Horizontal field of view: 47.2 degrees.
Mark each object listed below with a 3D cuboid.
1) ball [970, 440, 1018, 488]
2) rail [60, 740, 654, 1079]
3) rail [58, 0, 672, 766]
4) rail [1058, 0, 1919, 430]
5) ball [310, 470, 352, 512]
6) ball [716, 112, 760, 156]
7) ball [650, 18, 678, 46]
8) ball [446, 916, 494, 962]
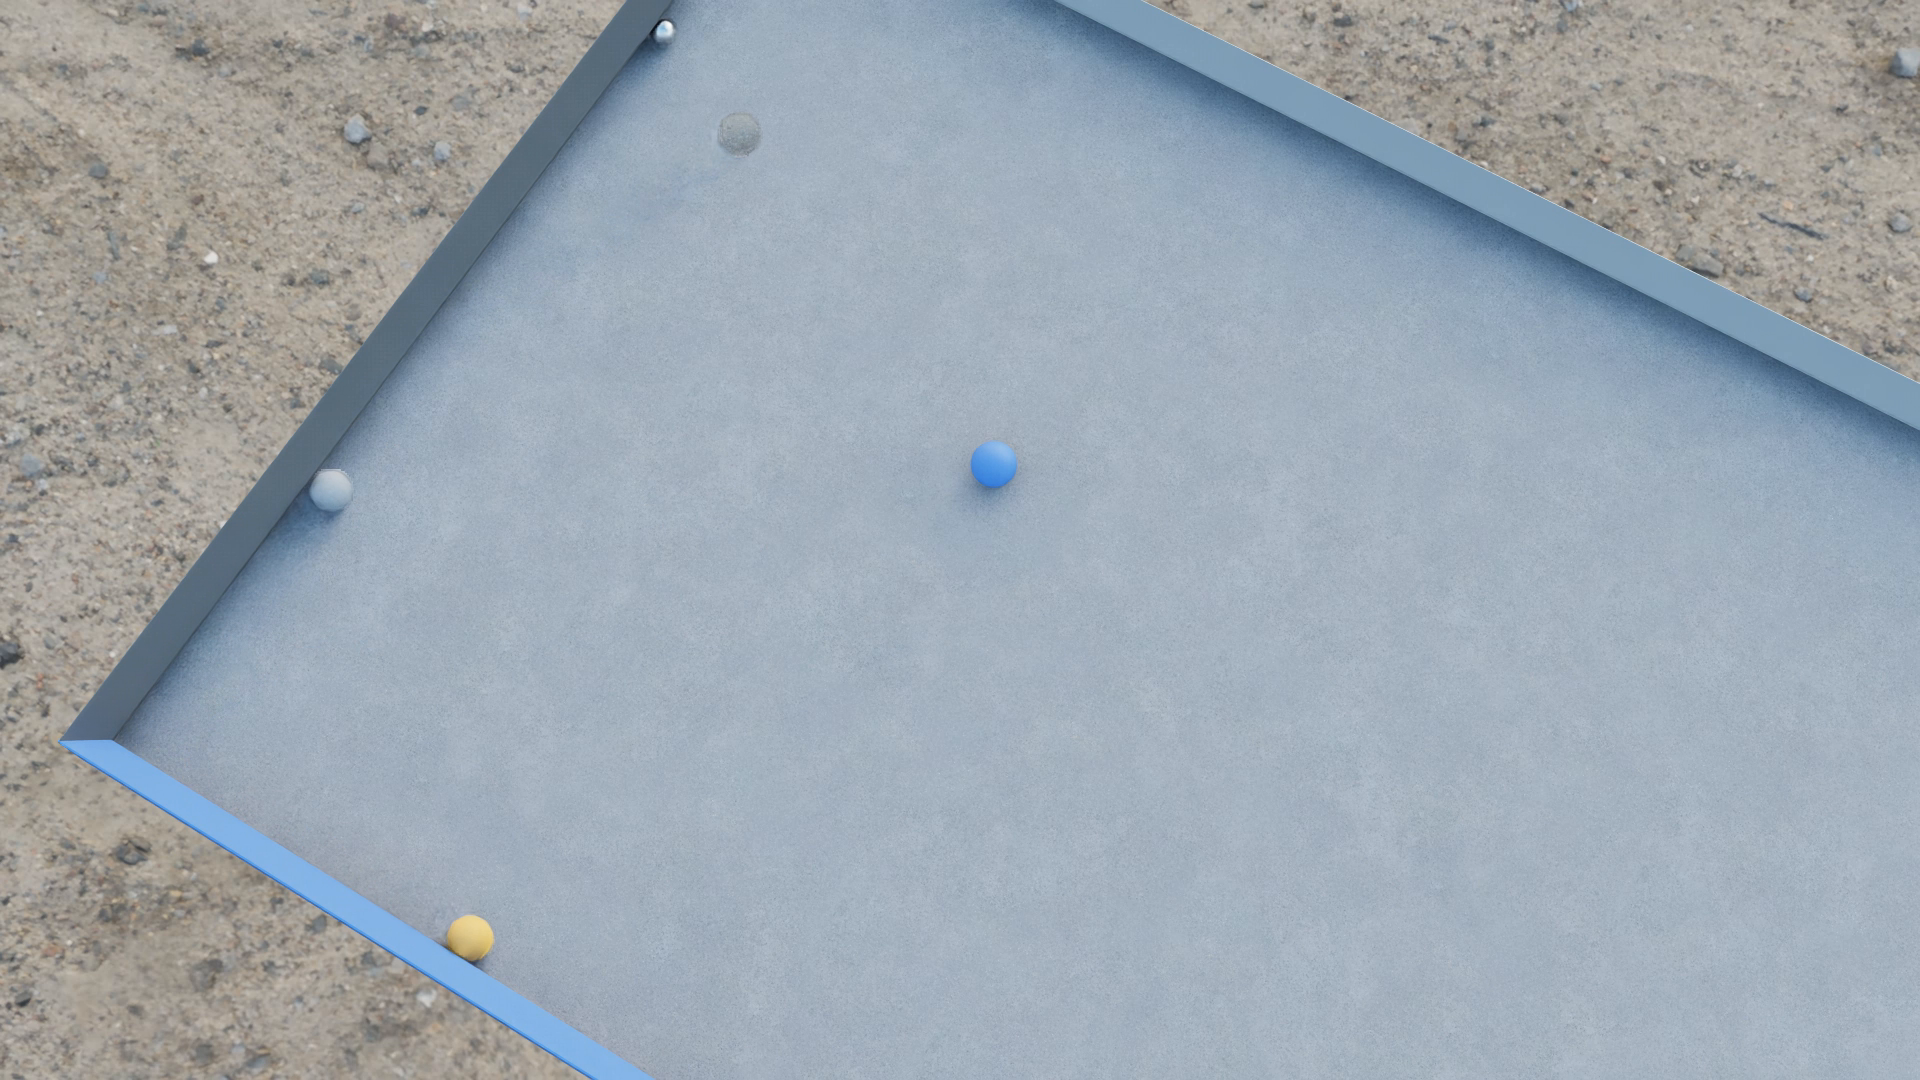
[{"bbox_3d":[0.054,-0.121,3.509,0.075,0.075,0.075,0,69,0],"label":"ball"},{"bbox_3d":[0.352,1.235,2.974,3.926,0.097,0.045,29,72,11],"label":"rail"},{"bbox_3d":[-0.824,-0.462,3.628,0.045,0.097,1.974,29,72,11],"label":"rail"},{"bbox_3d":[1.336,-0.312,3.570,3.926,0.097,0.045,29,72,11],"label":"rail"},{"bbox_3d":[-1.000,-0.078,3.498,0.065,0.065,0.065,0,69,0],"label":"ball"},{"bbox_3d":[-0.375,-0.687,3.728,0.074,0.074,0.074,0,69,0],"label":"ball"},{"bbox_3d":[-0.514,-0.881,3.818,0.046,0.046,0.046,0,69,0],"label":"ball"},{"bbox_3d":[-0.722,0.587,3.241,0.067,0.067,0.067,0,69,0],"label":"ball"}]
